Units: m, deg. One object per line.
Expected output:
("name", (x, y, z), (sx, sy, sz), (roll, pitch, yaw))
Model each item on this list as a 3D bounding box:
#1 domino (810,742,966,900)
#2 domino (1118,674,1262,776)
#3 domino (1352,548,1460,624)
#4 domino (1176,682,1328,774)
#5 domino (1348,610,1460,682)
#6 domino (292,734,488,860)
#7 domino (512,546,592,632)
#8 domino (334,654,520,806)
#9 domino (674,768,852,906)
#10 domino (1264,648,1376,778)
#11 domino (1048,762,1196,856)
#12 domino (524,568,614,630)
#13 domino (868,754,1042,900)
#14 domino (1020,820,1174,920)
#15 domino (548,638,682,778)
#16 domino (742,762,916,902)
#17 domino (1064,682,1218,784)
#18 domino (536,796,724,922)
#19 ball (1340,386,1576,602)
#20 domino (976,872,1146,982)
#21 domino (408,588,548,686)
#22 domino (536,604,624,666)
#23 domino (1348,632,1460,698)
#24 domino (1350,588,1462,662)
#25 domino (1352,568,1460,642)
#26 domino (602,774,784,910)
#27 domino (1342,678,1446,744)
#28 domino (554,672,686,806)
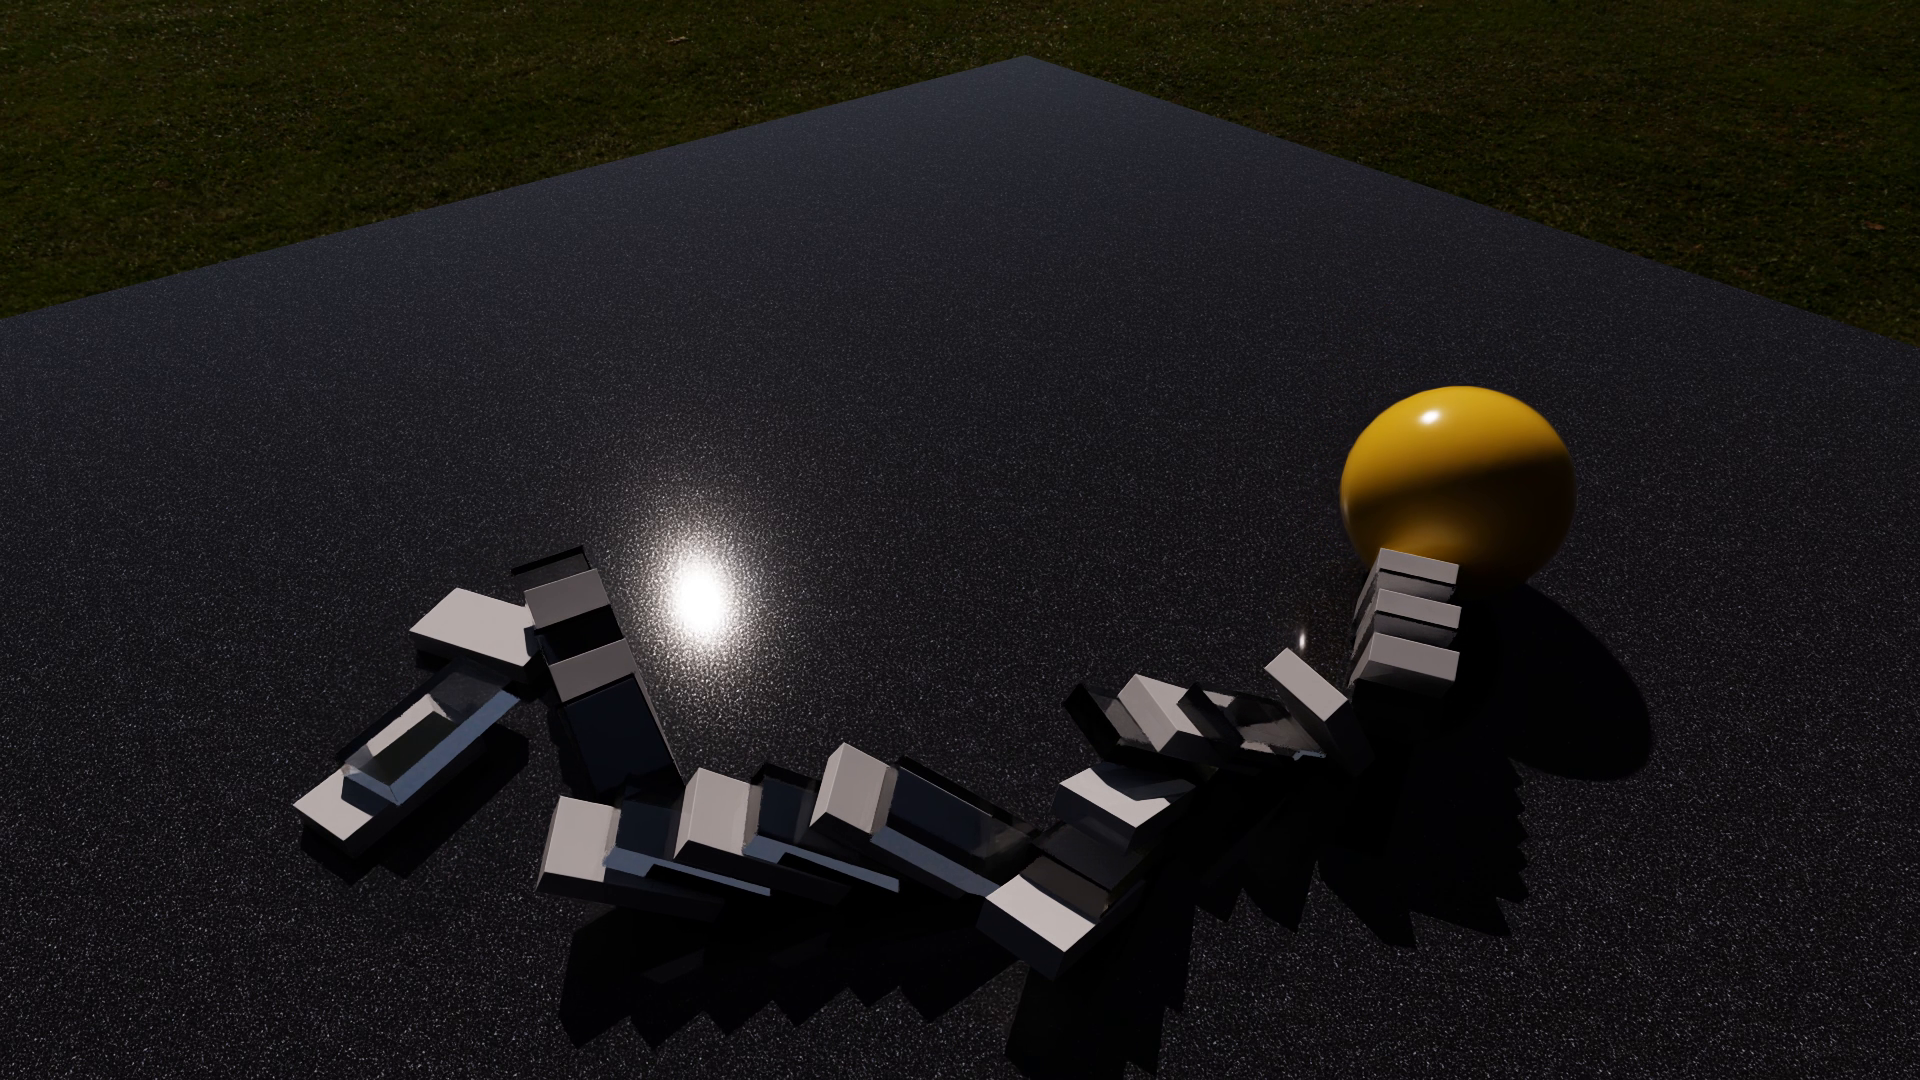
("domino", (-0.018, 0.082, 0.322), (0.050, 0.009, 0.025), (31, 37, -16))
("domino", (0.075, 0.059, 0.349), (0.050, 0.010, 0.025), (20, 24, -38))
("domino", (0.156, 0.020, 0.389), (0.025, 0.050, 0.009), (14, 69, 16))
("domino", (0.093, 0.060, 0.347), (0.050, 0.010, 0.025), (17, 26, -43))
("domino", (0.146, 0.039, 0.365), (0.025, 0.050, 0.009), (14, 69, 16))
("domino", (-0.181, 0.075, 0.351), (0.025, 0.009, 0.050), (21, 44, 24))
("domino", (-0.138, 0.029, 0.392), (0.025, 0.009, 0.050), (-21, 70, -24))
("domino", (-0.171, 0.060, 0.355), (0.025, 0.010, 0.050), (19, 43, 21))
("domino", (-0.056, 0.086, 0.318), (0.050, 0.009, 0.025), (24, 33, -22))
("domino", (0.114, 0.055, 0.346), (0.010, 0.050, 0.025), (-43, 48, -1))
("domino", (0.050, 0.078, 0.330), (0.025, 0.010, 0.050), (26, 15, 28))
("domino", (-0.129, 0.037, 0.378), (0.025, 0.010, 0.050), (-19, 74, -23))
("domino", (0.000, 0.086, 0.318), (0.050, 0.010, 0.025), (32, 38, -15))
("domino", (0.040, 0.089, 0.316), (0.025, 0.010, 0.050), (25, 17, 26))
("domino", (-0.110, 0.059, 0.352), (0.025, 0.009, 0.050), (-20, 74, -23))
("domino", (-0.037, 0.085, 0.320), (0.050, 0.010, 0.025), (25, 34, -21))
("domino", (0.058, 0.061, 0.346), (0.050, 0.009, 0.025), (20, 22, -38))
("domino", (-0.092, 0.091, 0.315), (0.050, 0.010, 0.025), (18, 35, -21))
("ball", (0.183, -0.017, 0.409), (0.080, 0.080, 0.080), (0, 39, 0))
("domino", (0.029, 0.100, 0.304), (0.025, 0.010, 0.050), (26, 20, 29))
("domino", (-0.171, 0.035, 0.401), (0.050, 0.010, 0.025), (14, 41, 16))
("domino", (-0.119, 0.049, 0.364), (0.025, 0.009, 0.050), (-21, 74, -23))
("domino", (0.142, 0.046, 0.357), (0.025, 0.050, 0.010), (14, 69, 16))
("domino", (0.150, 0.033, 0.373), (0.025, 0.050, 0.009), (14, 69, 16))
("domino", (0.153, 0.026, 0.381), (0.025, 0.050, 0.010), (14, 69, 16))
("domino", (-0.075, 0.087, 0.316), (0.050, 0.009, 0.025), (24, 33, -23))
("domino", (0.135, 0.055, 0.348), (0.025, 0.050, 0.010), (14, 79, 16))
("domino", (-0.103, 0.069, 0.339), (0.025, 0.010, 0.050), (-23, 77, -24))
